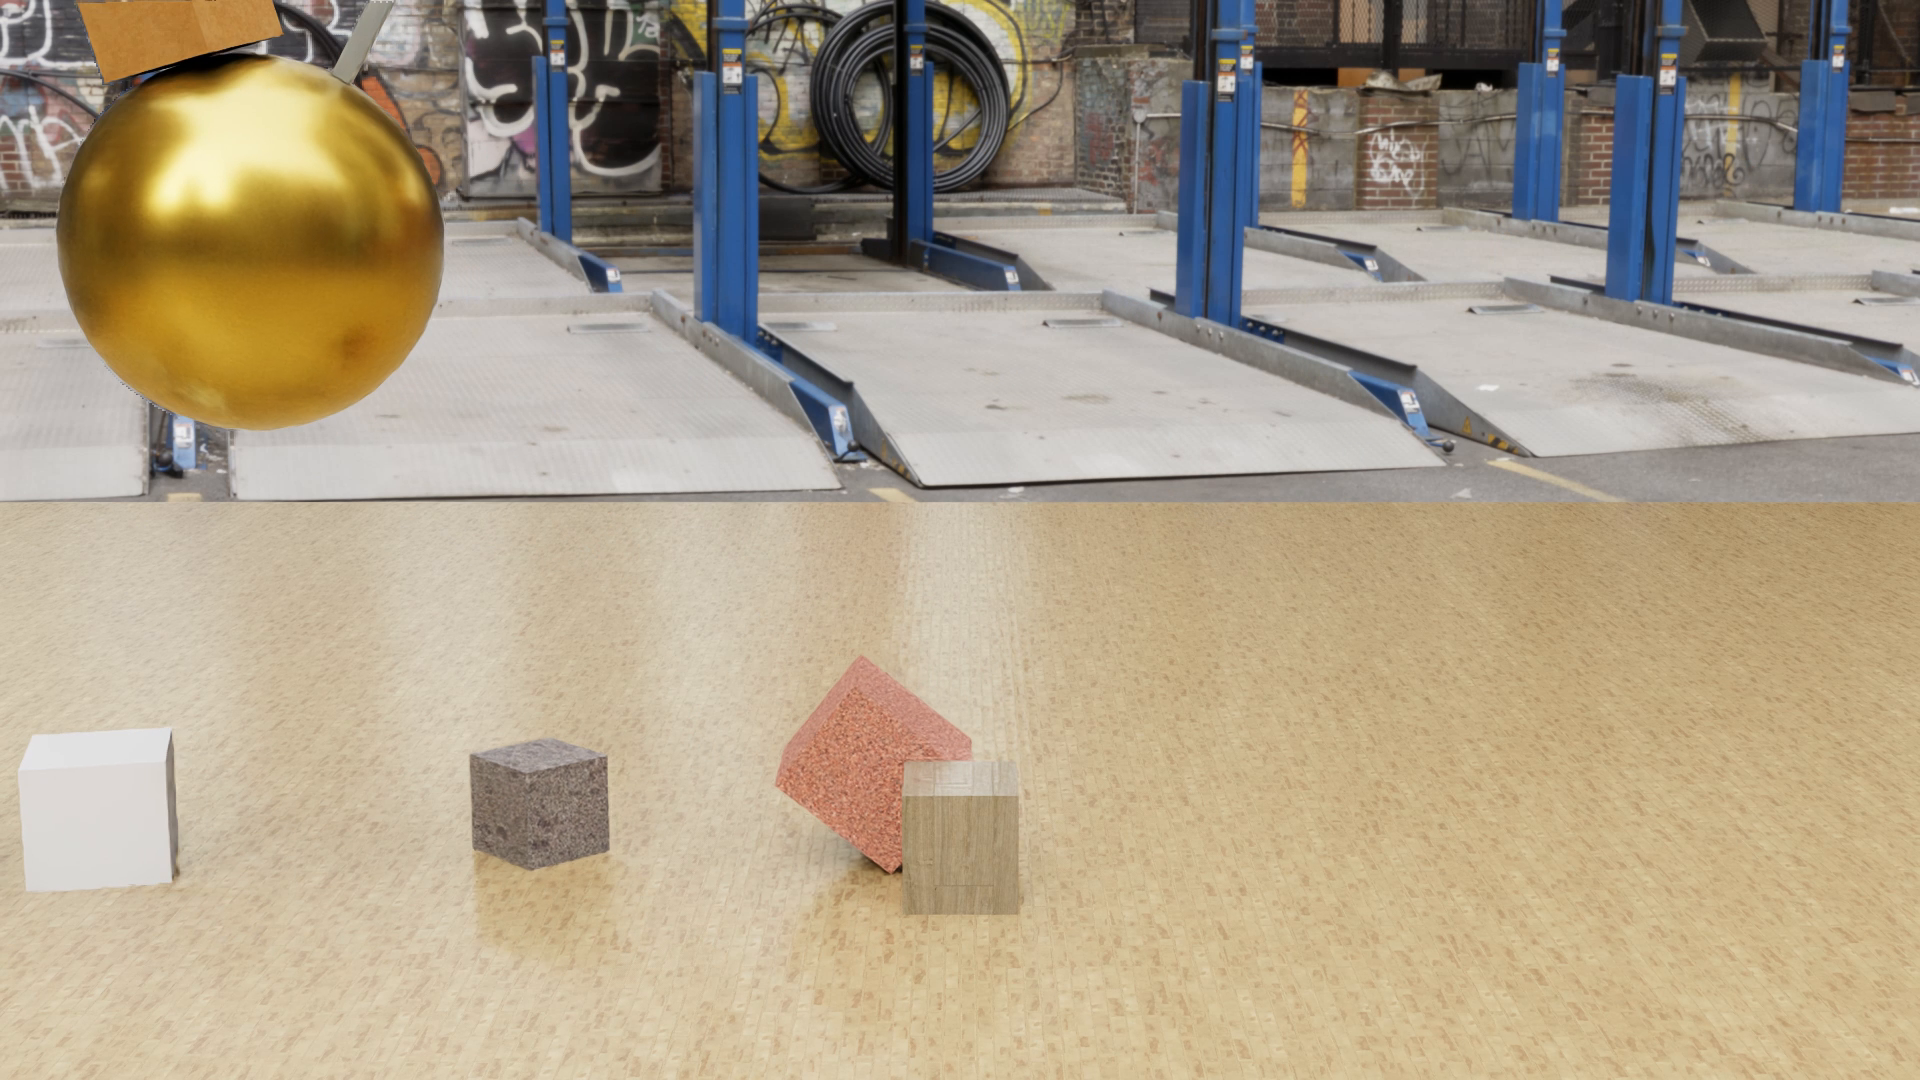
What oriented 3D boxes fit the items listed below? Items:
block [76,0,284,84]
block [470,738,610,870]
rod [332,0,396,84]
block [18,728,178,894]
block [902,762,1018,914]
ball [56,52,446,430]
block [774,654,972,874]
[{"bbox_3d":[-3.272,-2.243,10.717,0.549,0.474,0.529,-10,14,24],"label":"block"},{"bbox_3d":[-1.920,1.198,11.717,0.440,0.450,0.457,-10,14,-43],"label":"block"},{"bbox_3d":[-1.305,-4.160,10.424,0.080,5.200,0.080,30,9,-5],"label":"rod"},{"bbox_3d":[-3.835,1.196,11.452,0.606,0.550,0.616,-3,11,-14],"label":"block"},{"bbox_3d":[0.002,1.280,11.073,0.489,0.521,0.547,0,10,0],"label":"block"},{"bbox_3d":[-3.011,-1.267,10.950,1.600,1.600,1.600,0,10,0],"label":"ball"},{"bbox_3d":[-0.382,1.005,11.642,0.658,0.572,0.658,38,8,-6],"label":"block"}]
